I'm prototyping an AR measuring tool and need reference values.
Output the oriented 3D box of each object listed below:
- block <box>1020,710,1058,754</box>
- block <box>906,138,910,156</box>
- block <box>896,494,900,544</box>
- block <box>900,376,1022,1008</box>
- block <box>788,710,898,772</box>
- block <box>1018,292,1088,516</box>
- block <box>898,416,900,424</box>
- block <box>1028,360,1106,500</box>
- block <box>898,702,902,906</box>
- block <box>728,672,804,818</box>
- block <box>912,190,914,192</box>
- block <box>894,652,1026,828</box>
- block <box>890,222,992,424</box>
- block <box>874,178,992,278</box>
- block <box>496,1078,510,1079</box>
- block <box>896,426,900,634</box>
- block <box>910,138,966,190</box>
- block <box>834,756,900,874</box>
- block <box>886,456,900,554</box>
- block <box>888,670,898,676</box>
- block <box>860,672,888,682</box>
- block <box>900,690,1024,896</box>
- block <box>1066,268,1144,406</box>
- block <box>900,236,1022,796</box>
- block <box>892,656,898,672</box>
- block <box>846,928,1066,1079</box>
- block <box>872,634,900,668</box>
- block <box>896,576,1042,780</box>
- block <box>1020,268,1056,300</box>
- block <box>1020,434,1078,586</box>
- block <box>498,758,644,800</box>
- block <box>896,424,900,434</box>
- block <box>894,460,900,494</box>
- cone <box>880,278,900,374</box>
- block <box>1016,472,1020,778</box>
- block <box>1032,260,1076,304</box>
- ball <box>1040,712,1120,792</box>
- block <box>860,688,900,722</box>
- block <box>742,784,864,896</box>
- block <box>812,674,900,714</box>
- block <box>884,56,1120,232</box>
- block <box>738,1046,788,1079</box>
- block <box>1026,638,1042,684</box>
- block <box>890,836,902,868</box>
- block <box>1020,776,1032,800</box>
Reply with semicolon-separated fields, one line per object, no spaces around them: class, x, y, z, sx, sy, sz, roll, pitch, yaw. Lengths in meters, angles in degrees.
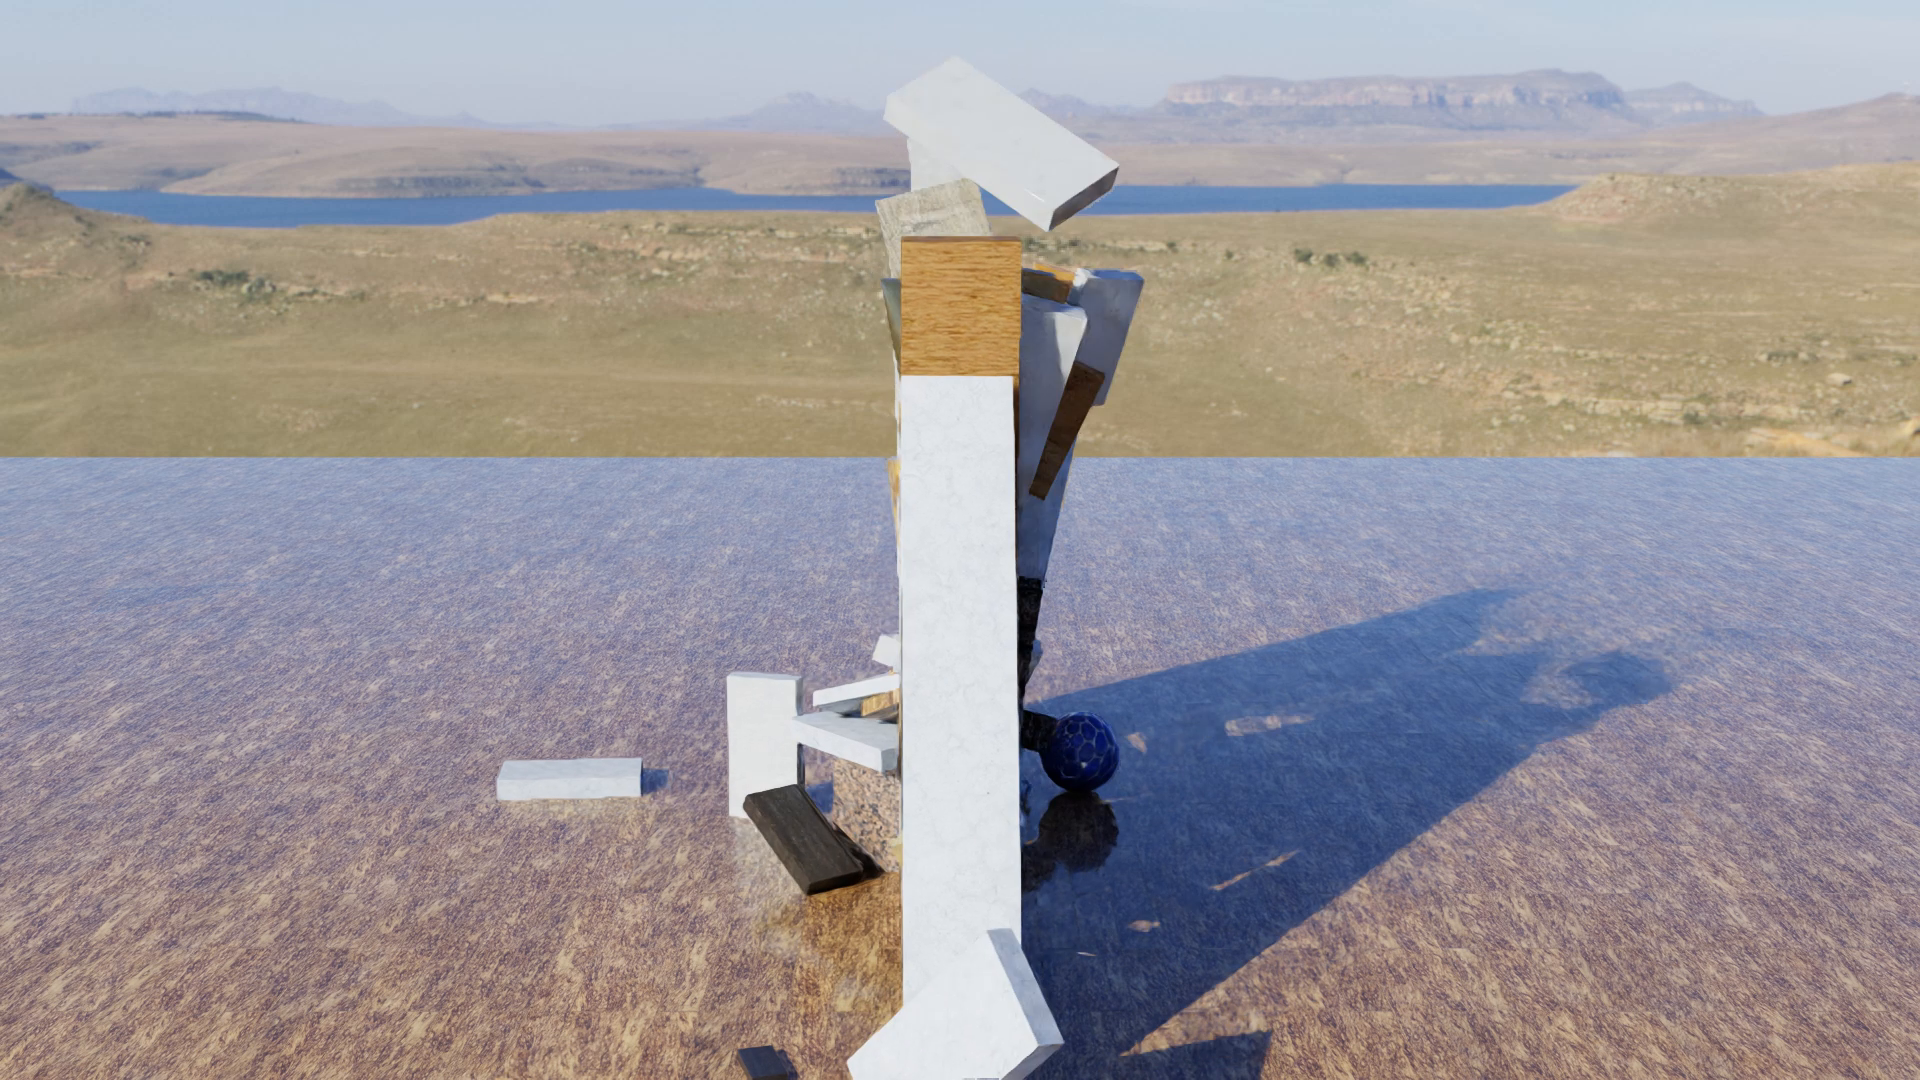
block;0.110;0.355;4.160;0.140;0.070;0.020;15;1;-23
block;-0.023;-0.648;4.122;0.114;0.229;0.032;-2;25;17
block;-0.003;0.090;3.386;0.164;0.329;0.047;-2;17;5
block;0.000;0.258;2.932;0.153;0.978;0.043;0;-12;-3
block;-0.166;0.345;3.832;0.134;0.038;0.268;-9;14;-39
block;0.053;-0.196;3.170;0.164;0.329;0.047;14;25;-10
block;-0.019;-0.142;3.680;0.147;0.042;0.293;2;-27;3
block;0.124;-0.175;3.268;0.104;0.209;0.030;26;19;-2
block;-0.032;0.431;3.615;0.136;0.330;0.039;-1;0;-3
block;-0.358;0.381;4.058;0.134;0.268;0.038;3;11;16
block;-0.032;-0.516;3.966;0.114;0.229;0.032;1;-11;2
block;0.000;0.318;3.501;0.153;0.305;0.043;-8;-9;-15
block;-0.027;-0.354;3.602;0.164;0.328;0.046;0;19;5
block;-0.017;-0.400;3.426;0.164;0.328;0.046;-14;-24;1
block;-0.606;0.731;2.872;0.049;0.014;0.097;3;11;16
block;-0.033;0.055;4.221;0.167;0.849;0.047;1;12;9
block;-0.015;-0.170;4.347;0.114;1.306;0.032;4;30;10
block;-0.094;0.459;3.850;0.192;0.192;0.192;4;11;20
block;-0.031;0.003;4.161;0.167;0.334;0.047;-5;10;10
block;-0.081;0.268;4.106;0.070;0.020;0.139;-1;13;-18
block;-0.131;0.285;4.140;0.103;0.029;0.206;13;17;36
block;0.001;0.393;3.380;0.171;0.343;0.049;1;23;-4
block;0.195;-0.301;3.278;0.104;0.209;0.030;-1;31;-32
block;-0.003;-0.022;3.137;0.164;0.816;0.047;0;17;-3
block;-0.038;0.229;3.773;0.091;0.026;0.183;11;-1;-24
block;-0.010;0.614;2.633;0.043;0.307;0.153;6;47;-43
block;-0.050;0.225;4.057;0.167;0.047;0.334;20;0;8
block;0.012;0.215;3.360;0.171;0.343;0.049;7;22;-6
block;0.092;-0.328;3.143;0.060;0.121;0.017;10;24;-8
block;0.088;0.007;3.393;0.104;0.474;0.030;12;18;1
block;-0.752;0.462;4.257;0.268;0.038;0.134;-1;11;-5
block;-0.029;-0.336;3.943;0.165;0.047;0.330;-2;53;2
block;-0.025;0.003;4.010;0.147;0.363;0.042;-1;44;6
cone;-0.049;-0.333;3.274;0.261;0.261;0.261;-8;35;-37
block;0.001;0.174;3.245;0.171;0.565;0.049;-1;17;-3
block;0.118;-0.338;3.178;0.060;0.121;0.017;16;24;-10
ball;0.230;0.408;4.229;0.154;0.154;0.154;0;11;0
block;-0.082;0.278;3.773;0.091;0.026;0.183;12;-22;-33
block;-0.268;0.508;3.746;0.109;0.031;0.218;-8;42;-38
block;-0.155;0.269;3.830;0.183;0.026;0.091;-14;-20;30
block;0.058;-0.567;3.136;0.307;0.043;0.153;37;51;19
block;-0.268;0.712;2.975;0.049;0.014;0.097;-3;11;-17
block;0.017;0.261;3.659;0.136;0.273;0.039;19;30;-15
block;-0.051;0.506;3.381;0.068;0.136;0.019;-21;27;5
block;0.034;0.469;4.136;0.103;0.029;0.206;34;27;28
